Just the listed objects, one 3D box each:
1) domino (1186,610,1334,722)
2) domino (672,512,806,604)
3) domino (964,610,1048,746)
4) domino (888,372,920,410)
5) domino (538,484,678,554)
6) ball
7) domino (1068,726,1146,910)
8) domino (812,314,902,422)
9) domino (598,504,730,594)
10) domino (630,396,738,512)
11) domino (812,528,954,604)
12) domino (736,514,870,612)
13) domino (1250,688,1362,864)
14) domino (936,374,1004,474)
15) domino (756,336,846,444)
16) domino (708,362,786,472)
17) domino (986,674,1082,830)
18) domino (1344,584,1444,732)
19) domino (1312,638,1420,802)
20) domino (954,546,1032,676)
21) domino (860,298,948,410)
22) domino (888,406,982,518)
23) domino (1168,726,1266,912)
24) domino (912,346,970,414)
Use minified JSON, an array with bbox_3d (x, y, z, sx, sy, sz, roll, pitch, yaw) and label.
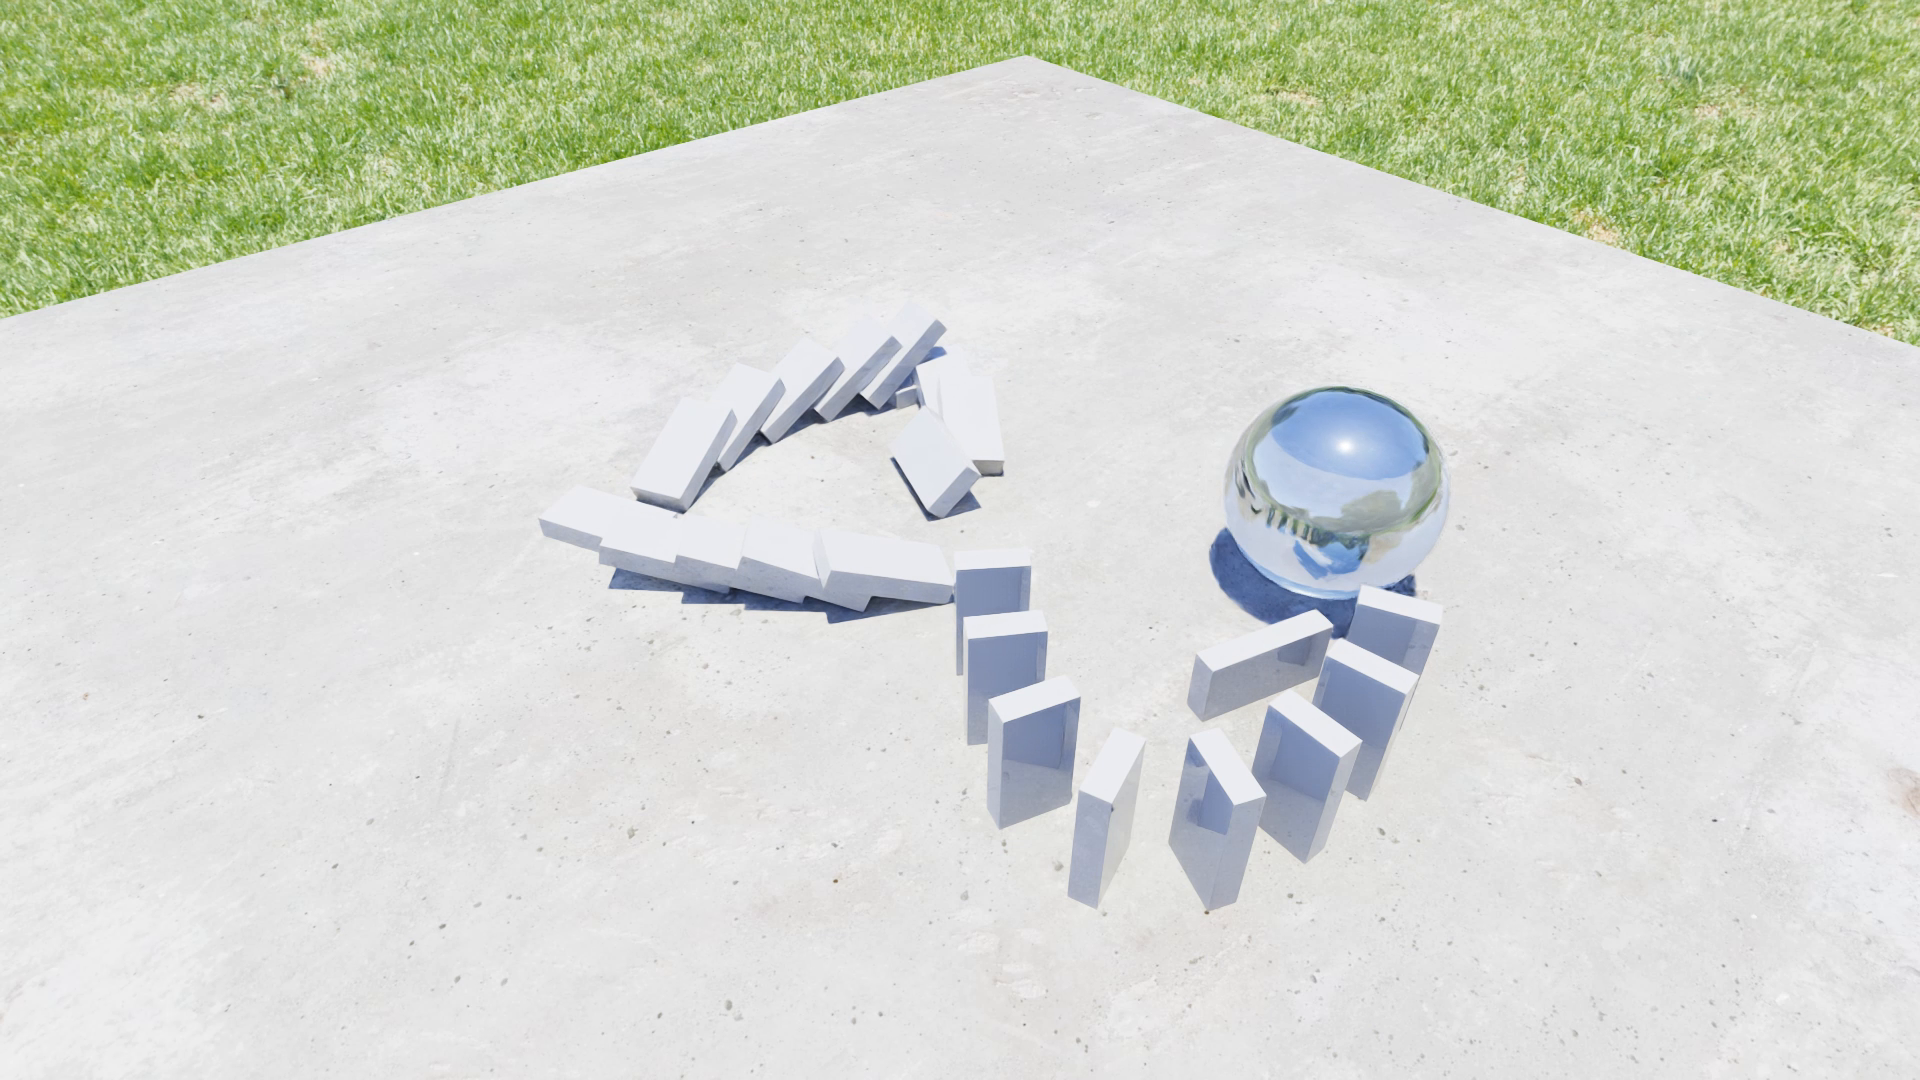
[{"bbox_3d":[0.103,0.043,0.379,0.050,0.025,0.010,-17,42,-19],"label":"domino"},{"bbox_3d":[-0.083,0.007,0.422,0.050,0.009,0.025,15,37,-14],"label":"domino"},{"bbox_3d":[0.014,0.045,0.356,0.025,0.050,0.009,-5,40,-6],"label":"domino"},{"bbox_3d":[-0.033,-0.083,0.545,0.025,0.010,0.050,-22,44,-24],"label":"domino"},{"bbox_3d":[-0.144,-0.006,0.451,0.050,0.010,0.025,15,42,18],"label":"domino"},{"bbox_3d":[0.139,-0.017,0.409,0.080,0.080,0.080,0,39,0],"label":"ball"},{"bbox_3d":[0.042,0.080,0.314,0.009,0.050,0.025,19,43,22],"label":"domino"},{"bbox_3d":[-0.053,-0.082,0.522,0.050,0.010,0.025,-45,48,3],"label":"domino"},{"bbox_3d":[-0.112,0.004,0.428,0.050,0.009,0.025,14,39,-8],"label":"domino"},{"bbox_3d":[-0.119,-0.038,0.477,0.025,0.010,0.050,14,61,16],"label":"domino"},{"bbox_3d":[-0.029,0.010,0.417,0.050,0.010,0.025,8,34,-26],"label":"domino"},{"bbox_3d":[-0.058,0.009,0.418,0.050,0.009,0.025,18,36,-14],"label":"domino"},{"bbox_3d":[0.100,0.071,0.325,0.010,0.050,0.025,-27,46,-29],"label":"domino"},{"bbox_3d":[0.004,-0.052,0.495,0.025,0.009,0.050,0,55,-10],"label":"domino"},{"bbox_3d":[-0.080,-0.070,0.513,0.025,0.010,0.050,33,75,34],"label":"domino"},{"bbox_3d":[-0.103,-0.056,0.498,0.025,0.010,0.050,21,65,23],"label":"domino"},{"bbox_3d":[0.022,0.065,0.332,0.025,0.050,0.009,-16,42,-18],"label":"domino"},{"bbox_3d":[0.139,0.040,0.363,0.025,0.050,0.010,15,42,18],"label":"domino"},{"bbox_3d":[0.122,0.057,0.342,0.025,0.050,0.009,28,47,30],"label":"domino"},{"bbox_3d":[0.011,0.025,0.380,0.025,0.050,0.010,-3,39,-4],"label":"domino"},{"bbox_3d":[-0.031,-0.089,0.525,0.050,0.010,0.025,-49,48,4],"label":"domino"},{"bbox_3d":[-0.012,-0.034,0.473,0.025,0.009,0.050,-47,42,14],"label":"domino"},{"bbox_3d":[0.072,0.080,0.314,0.010,0.050,0.025,-12,41,-14],"label":"domino"},{"bbox_3d":[-0.007,-0.071,0.520,0.025,0.010,0.050,-5,53,-13],"label":"domino"}]
